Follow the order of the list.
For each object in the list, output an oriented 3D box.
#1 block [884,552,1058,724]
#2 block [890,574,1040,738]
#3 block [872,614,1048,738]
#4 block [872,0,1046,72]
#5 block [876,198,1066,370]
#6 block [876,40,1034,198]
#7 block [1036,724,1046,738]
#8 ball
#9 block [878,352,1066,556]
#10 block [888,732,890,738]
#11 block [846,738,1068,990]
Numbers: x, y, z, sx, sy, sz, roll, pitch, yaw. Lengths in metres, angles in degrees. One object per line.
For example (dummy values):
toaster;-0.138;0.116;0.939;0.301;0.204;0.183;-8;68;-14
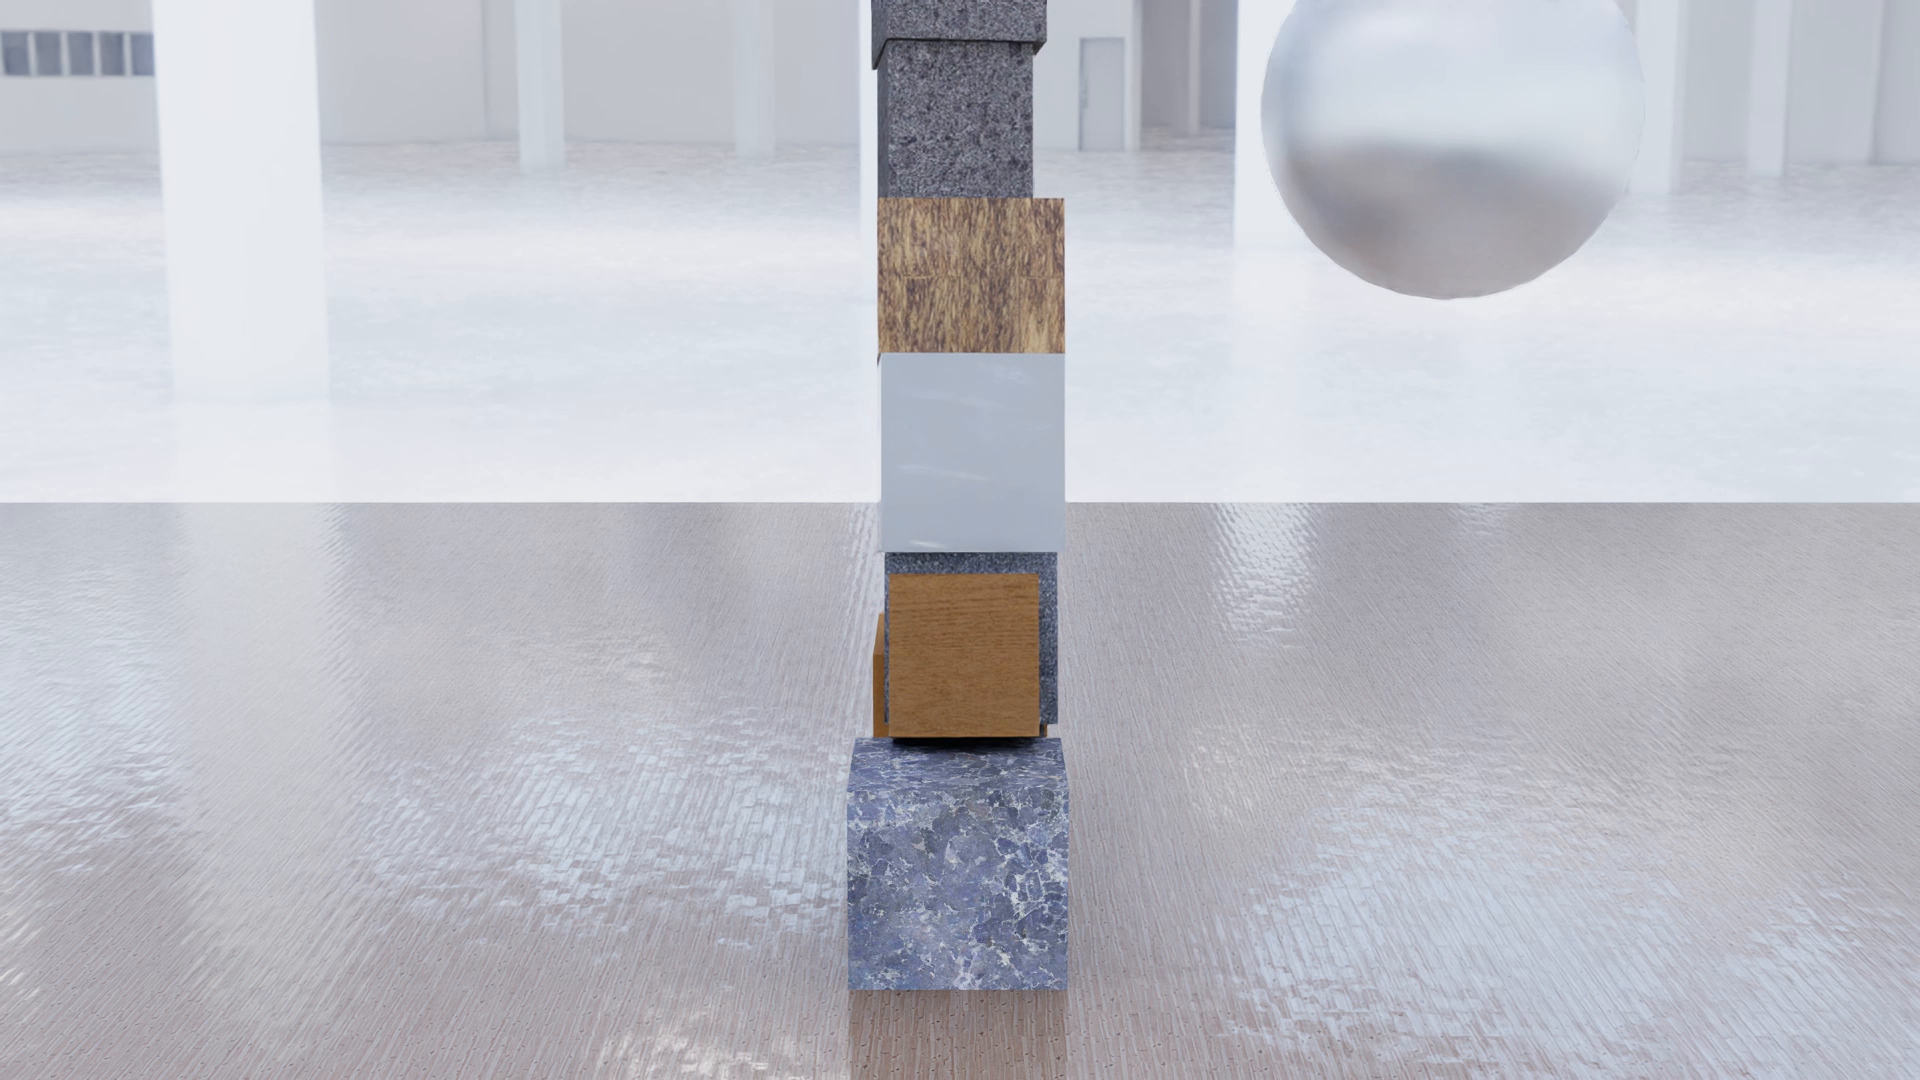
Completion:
block;0.043;0.433;11.415;0.748;0.739;0.722;0;-2;-1
block;0.013;0.491;10.688;0.605;0.659;0.677;0;-5;-1
block;0.001;0.868;12.404;0.809;0.854;0.926;0;10;0
block;-0.016;-2.474;11.447;0.696;0.638;0.690;0;-2;-8
block;0.034;-1.128;11.443;0.806;0.672;0.787;0;-2;-2
block;-0.030;-1.810;11.433;0.631;0.691;0.592;0;-2;-7
block;0.034;1.200;11.011;0.664;0.700;0.633;0;10;0
ball;2.074;-1.819;10.850;1.600;1.600;1.600;0;10;0
block;0.036;-0.365;11.392;0.790;0.855;0.771;0;-2;-3
block;0.003;1.145;11.655;0.647;0.576;0.625;0;10;0
block;-0.008;1.282;10.288;0.850;0.797;0.808;0;10;0
